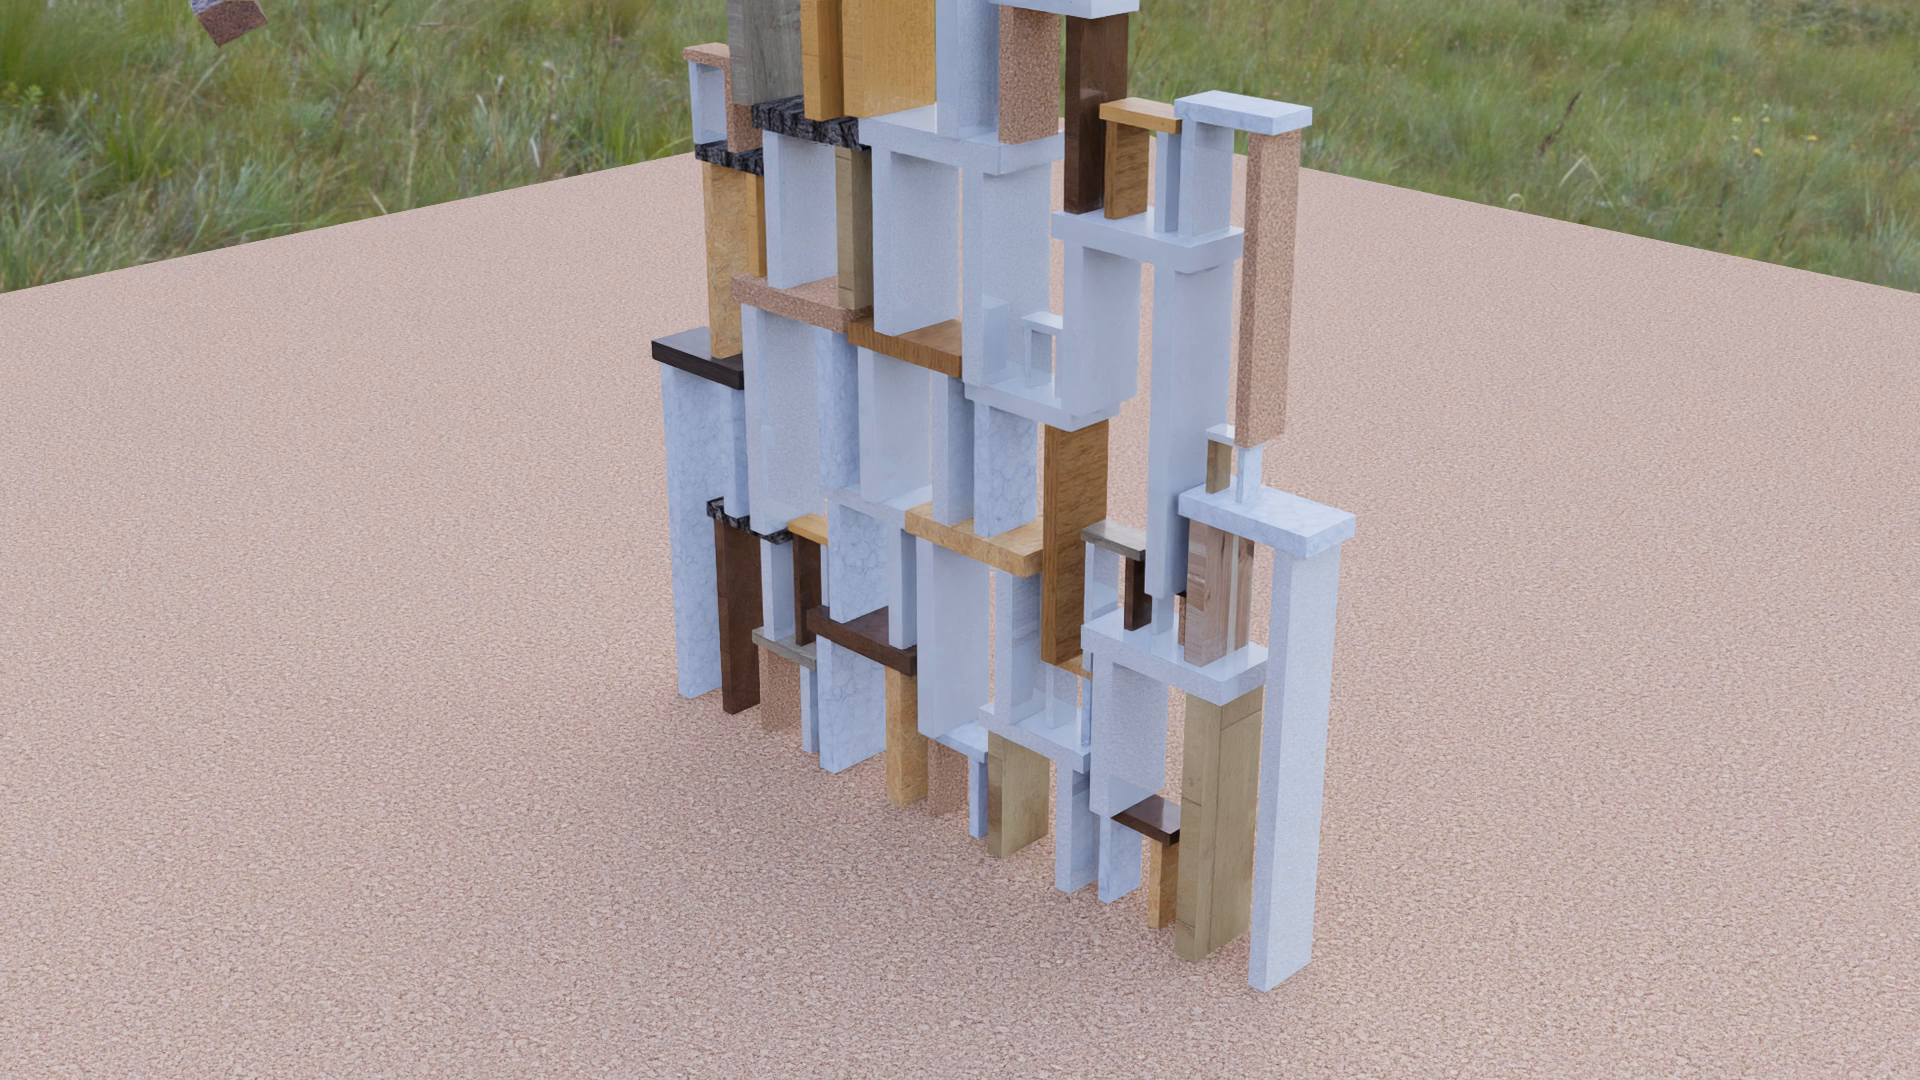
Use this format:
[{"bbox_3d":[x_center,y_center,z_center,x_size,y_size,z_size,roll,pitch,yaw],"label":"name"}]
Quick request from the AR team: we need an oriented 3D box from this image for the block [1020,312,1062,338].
[{"bbox_3d":[0.166,-0.380,3.886,0.112,0.016,0.056,21,31,41],"label":"block"}]

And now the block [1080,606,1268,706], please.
[{"bbox_3d":[0.386,0.195,3.883,0.160,0.045,0.320,-21,31,-41],"label":"block"}]

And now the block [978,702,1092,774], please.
[{"bbox_3d":[0.179,0.358,4.177,0.270,0.038,0.135,21,31,41],"label":"block"}]

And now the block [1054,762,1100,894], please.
[{"bbox_3d":[0.242,0.525,4.179,0.038,0.270,0.135,21,31,41],"label":"block"}]

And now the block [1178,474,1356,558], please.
[{"bbox_3d":[0.509,-0.042,3.655,0.265,0.038,0.133,21,31,41],"label":"block"}]

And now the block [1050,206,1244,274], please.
[{"bbox_3d":[0.315,-0.510,3.666,0.152,0.043,0.304,-21,31,-40],"label":"block"}]

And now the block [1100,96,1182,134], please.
[{"bbox_3d":[0.316,-0.693,3.590,0.082,0.023,0.165,-21,31,-39],"label":"block"}]

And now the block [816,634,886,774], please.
[{"bbox_3d":[-0.225,0.320,4.611,0.044,0.309,0.154,21,31,41],"label":"block"}]

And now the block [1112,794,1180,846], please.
[{"bbox_3d":[0.346,0.505,4.065,0.184,0.026,0.092,21,31,41],"label":"block"}]

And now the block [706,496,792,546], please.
[{"bbox_3d":[-0.419,-0.052,4.661,0.230,0.033,0.115,21,31,40],"label":"block"}]

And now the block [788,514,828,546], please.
[{"bbox_3d":[-0.285,-0.020,4.534,0.067,0.019,0.135,-21,31,-40],"label":"block"}]

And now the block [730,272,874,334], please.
[{"bbox_3d":[-0.281,-0.478,4.318,0.328,0.046,0.164,21,31,40],"label":"block"}]

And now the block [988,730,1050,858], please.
[{"bbox_3d":[0.115,0.475,4.296,0.038,0.270,0.135,21,31,41],"label":"block"}]

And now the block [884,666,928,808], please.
[{"bbox_3d":[-0.079,0.377,4.477,0.044,0.309,0.154,21,31,41],"label":"block"}]

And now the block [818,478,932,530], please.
[{"bbox_3d":[-0.144,-0.088,4.346,0.263,0.037,0.131,21,31,40],"label":"block"}]

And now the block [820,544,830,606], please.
[{"bbox_3d":[-0.255,0.064,4.533,0.019,0.135,0.068,22,31,40],"label":"block"}]

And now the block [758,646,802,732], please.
[{"bbox_3d":[-0.386,0.308,4.776,0.101,0.203,0.029,-21,31,-41],"label":"block"}]

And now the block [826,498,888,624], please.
[{"bbox_3d":[-0.206,0.026,4.461,0.037,0.263,0.131,21,31,41],"label":"block"}]

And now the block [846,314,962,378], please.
[{"bbox_3d":[-0.056,-0.374,4.121,0.299,0.042,0.149,21,31,40],"label":"block"}]

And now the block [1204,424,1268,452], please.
[{"bbox_3d":[0.458,-0.171,3.649,0.048,0.014,0.095,-22,31,-40],"label":"block"}]

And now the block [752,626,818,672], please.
[{"bbox_3d":[-0.339,0.220,4.686,0.202,0.029,0.101,21,31,41],"label":"block"}]

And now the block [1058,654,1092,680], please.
[{"bbox_3d":[0.223,0.223,4.075,0.067,0.019,0.135,-21,31,-41],"label":"block"}]

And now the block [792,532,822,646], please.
[{"bbox_3d":[-0.317,0.094,4.619,0.019,0.256,0.067,21,31,40],"label":"block"}]

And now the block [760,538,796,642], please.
[{"bbox_3d":[-0.365,0.090,4.663,0.115,0.230,0.033,-21,31,-40],"label":"block"}]

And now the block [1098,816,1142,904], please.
[{"bbox_3d":[0.303,0.585,4.146,0.026,0.184,0.092,21,31,41],"label":"block"}]

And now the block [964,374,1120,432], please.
[{"bbox_3d":[0.147,-0.258,3.953,0.260,0.037,0.130,21,31,41],"label":"block"}]

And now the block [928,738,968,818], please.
[{"bbox_3d":[-0.024,0.465,4.441,0.025,0.176,0.088,21,31,41],"label":"block"}]

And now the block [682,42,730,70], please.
[{"bbox_3d":[-0.460,-0.949,4.316,0.081,0.023,0.163,-22,31,-40],"label":"block"}]

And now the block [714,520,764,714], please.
[{"bbox_3d":[-0.473,0.154,4.808,0.033,0.461,0.115,21,31,41],"label":"block"}]

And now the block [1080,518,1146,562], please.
[{"bbox_3d":[0.289,-0.001,3.903,0.070,0.020,0.140,-21,31,-41],"label":"block"}]

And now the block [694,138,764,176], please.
[{"bbox_3d":[-0.420,-0.761,4.358,0.104,0.029,0.207,-21,31,-40],"label":"block"}]

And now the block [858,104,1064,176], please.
[{"bbox_3d":[0.001,-0.719,3.924,0.348,0.049,0.174,21,31,41],"label":"block"}]

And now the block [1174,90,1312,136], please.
[{"bbox_3d":[0.443,-0.671,3.450,0.098,0.028,0.196,-22,31,-40],"label":"block"}]

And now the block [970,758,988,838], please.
[{"bbox_3d":[0.058,0.497,4.365,0.025,0.176,0.088,21,31,41],"label":"block"}]

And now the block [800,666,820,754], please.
[{"bbox_3d":[-0.291,0.345,4.688,0.101,0.203,0.029,-21,31,-41],"label":"block"}]

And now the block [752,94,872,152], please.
[{"bbox_3d":[-0.234,-0.790,4.146,0.307,0.043,0.153,20,31,41],"label":"block"}]

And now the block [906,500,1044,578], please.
[{"bbox_3d":[0.061,-0.015,4.150,0.312,0.044,0.156,21,31,41],"label":"block"}]

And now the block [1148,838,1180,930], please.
[{"bbox_3d":[0.390,0.619,4.066,0.026,0.184,0.092,21,31,41],"label":"block"}]

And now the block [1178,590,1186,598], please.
[{"bbox_3d":[0.381,0.078,3.850,0.046,0.013,0.092,-21,31,-40],"label":"block"}]

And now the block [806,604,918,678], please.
[{"bbox_3d":[-0.152,0.186,4.475,0.309,0.044,0.154,21,31,41],"label":"block"}]

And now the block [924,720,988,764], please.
[{"bbox_3d":[0.016,0.388,4.364,0.088,0.025,0.175,-21,31,-41],"label":"block"}]

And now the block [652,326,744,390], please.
[{"bbox_3d":[-0.499,-0.383,4.605,0.145,0.041,0.290,-21,31,-40],"label":"block"}]

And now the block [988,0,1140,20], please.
[{"bbox_3d":[0.172,-0.905,3.658,0.117,0.033,0.233,-21,31,-40],"label":"block"}]

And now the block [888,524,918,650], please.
[{"bbox_3d":[-0.081,0.074,4.348,0.037,0.263,0.131,21,31,40],"label":"block"}]
